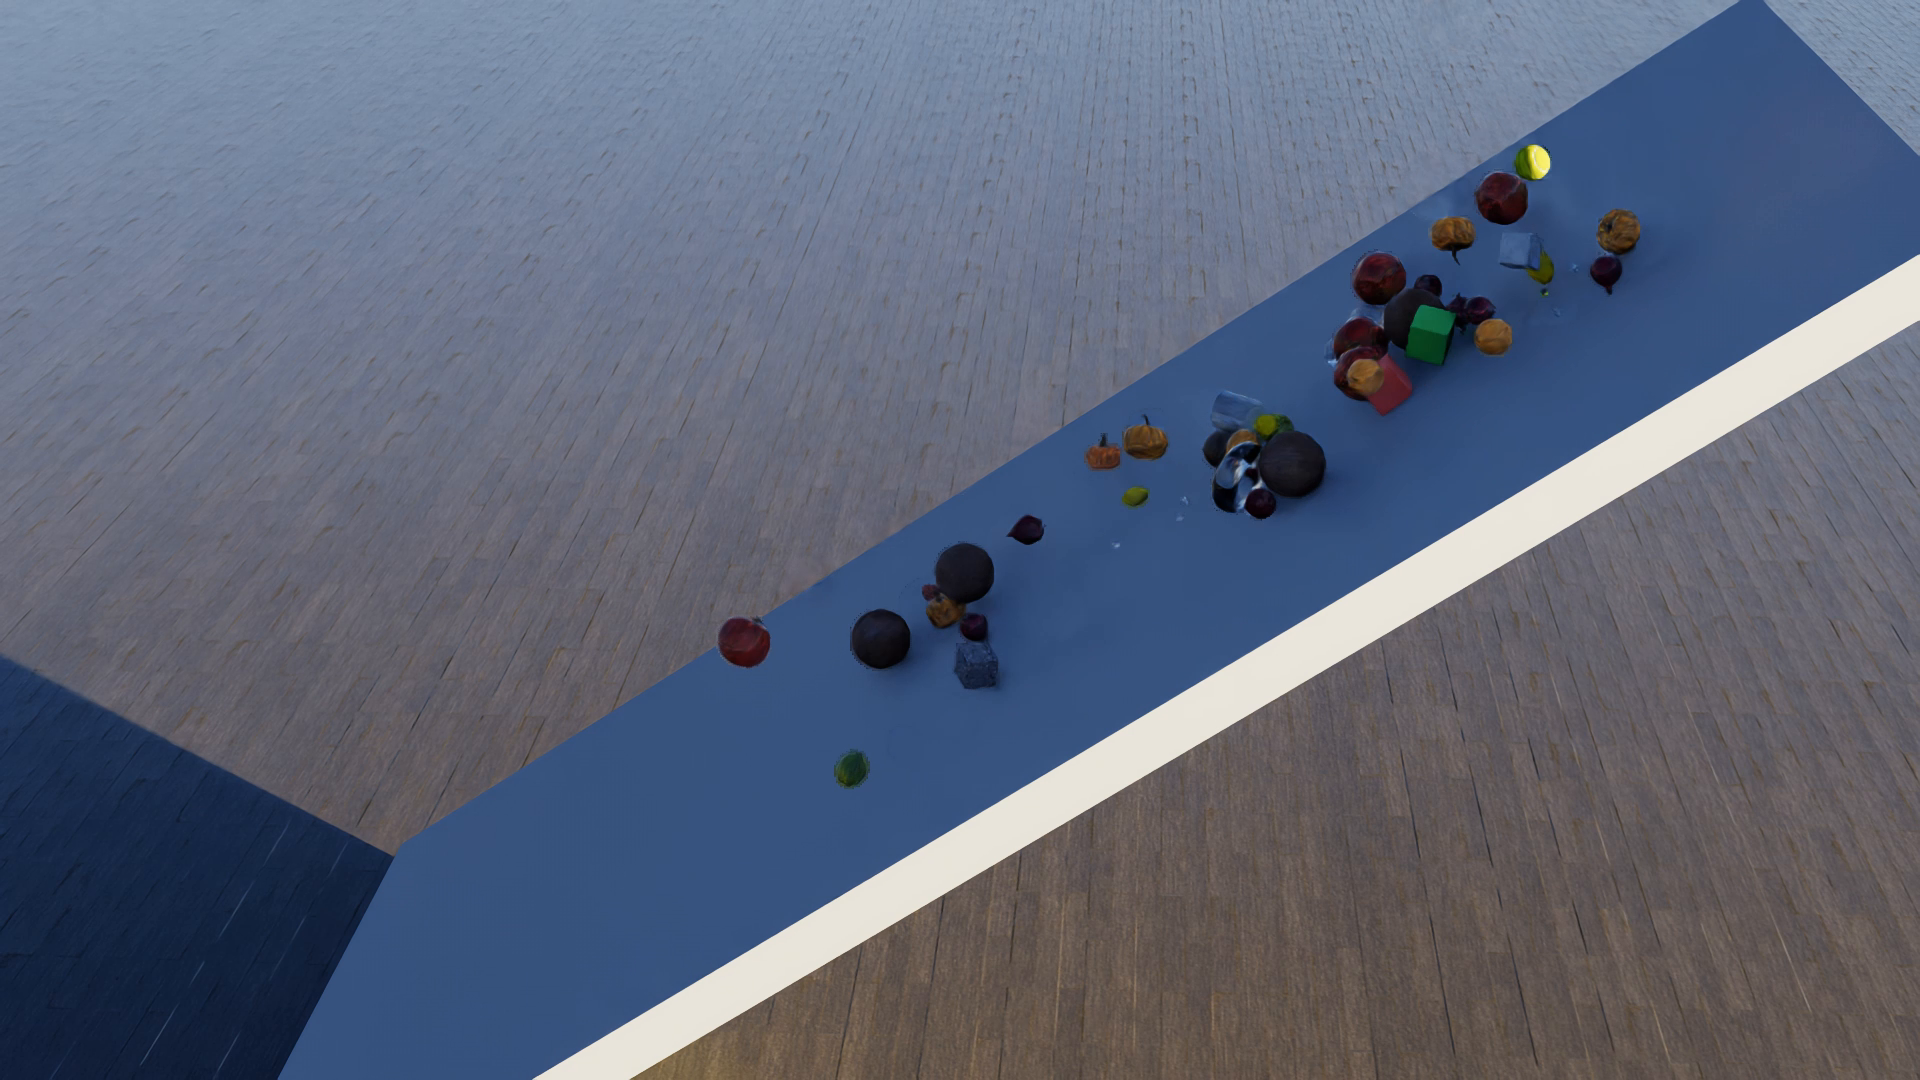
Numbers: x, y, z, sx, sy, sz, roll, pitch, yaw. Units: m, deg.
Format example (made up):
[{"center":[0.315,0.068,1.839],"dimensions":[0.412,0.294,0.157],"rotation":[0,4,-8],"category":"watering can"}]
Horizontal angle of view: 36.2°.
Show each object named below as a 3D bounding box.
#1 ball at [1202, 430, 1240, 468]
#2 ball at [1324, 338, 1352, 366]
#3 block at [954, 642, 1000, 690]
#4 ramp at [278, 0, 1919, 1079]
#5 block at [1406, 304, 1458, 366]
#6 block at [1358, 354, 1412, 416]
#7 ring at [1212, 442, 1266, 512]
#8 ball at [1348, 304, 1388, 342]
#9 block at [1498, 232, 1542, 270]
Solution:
[{"center":[0.548,-0.189,6.145],"dimensions":[0.080,0.080,0.080],"rotation":[0,21,0],"category":"ball"},{"center":[0.803,-0.399,6.254],"dimensions":[0.060,0.060,0.060],"rotation":[0,21,0],"category":"ball"},{"center":[0.033,0.251,5.894],"dimensions":[0.064,0.064,0.064],"rotation":[-6,36,-21],"category":"block"},{"center":[0.137,0.173,6.303],"dimensions":[4.000,0.100,2.000],"rotation":[-32,16,15],"category":"ramp"},{"center":[0.940,-0.409,5.867],"dimensions":[0.077,0.077,0.077],"rotation":[16,45,14],"category":"block"},{"center":[0.845,-0.308,5.844],"dimensions":[0.075,0.075,0.075],"rotation":[-39,13,20],"category":"block"},{"center":[0.554,-0.125,5.829],"dimensions":[0.050,0.149,0.149],"rotation":[28,33,31],"category":"ring"},{"center":[0.868,-0.460,6.255],"dimensions":[0.082,0.082,0.082],"rotation":[0,21,0],"category":"ball"},{"center":[1.114,-0.574,5.843],"dimensions":[0.062,0.062,0.062],"rotation":[7,-2,34],"category":"block"}]
